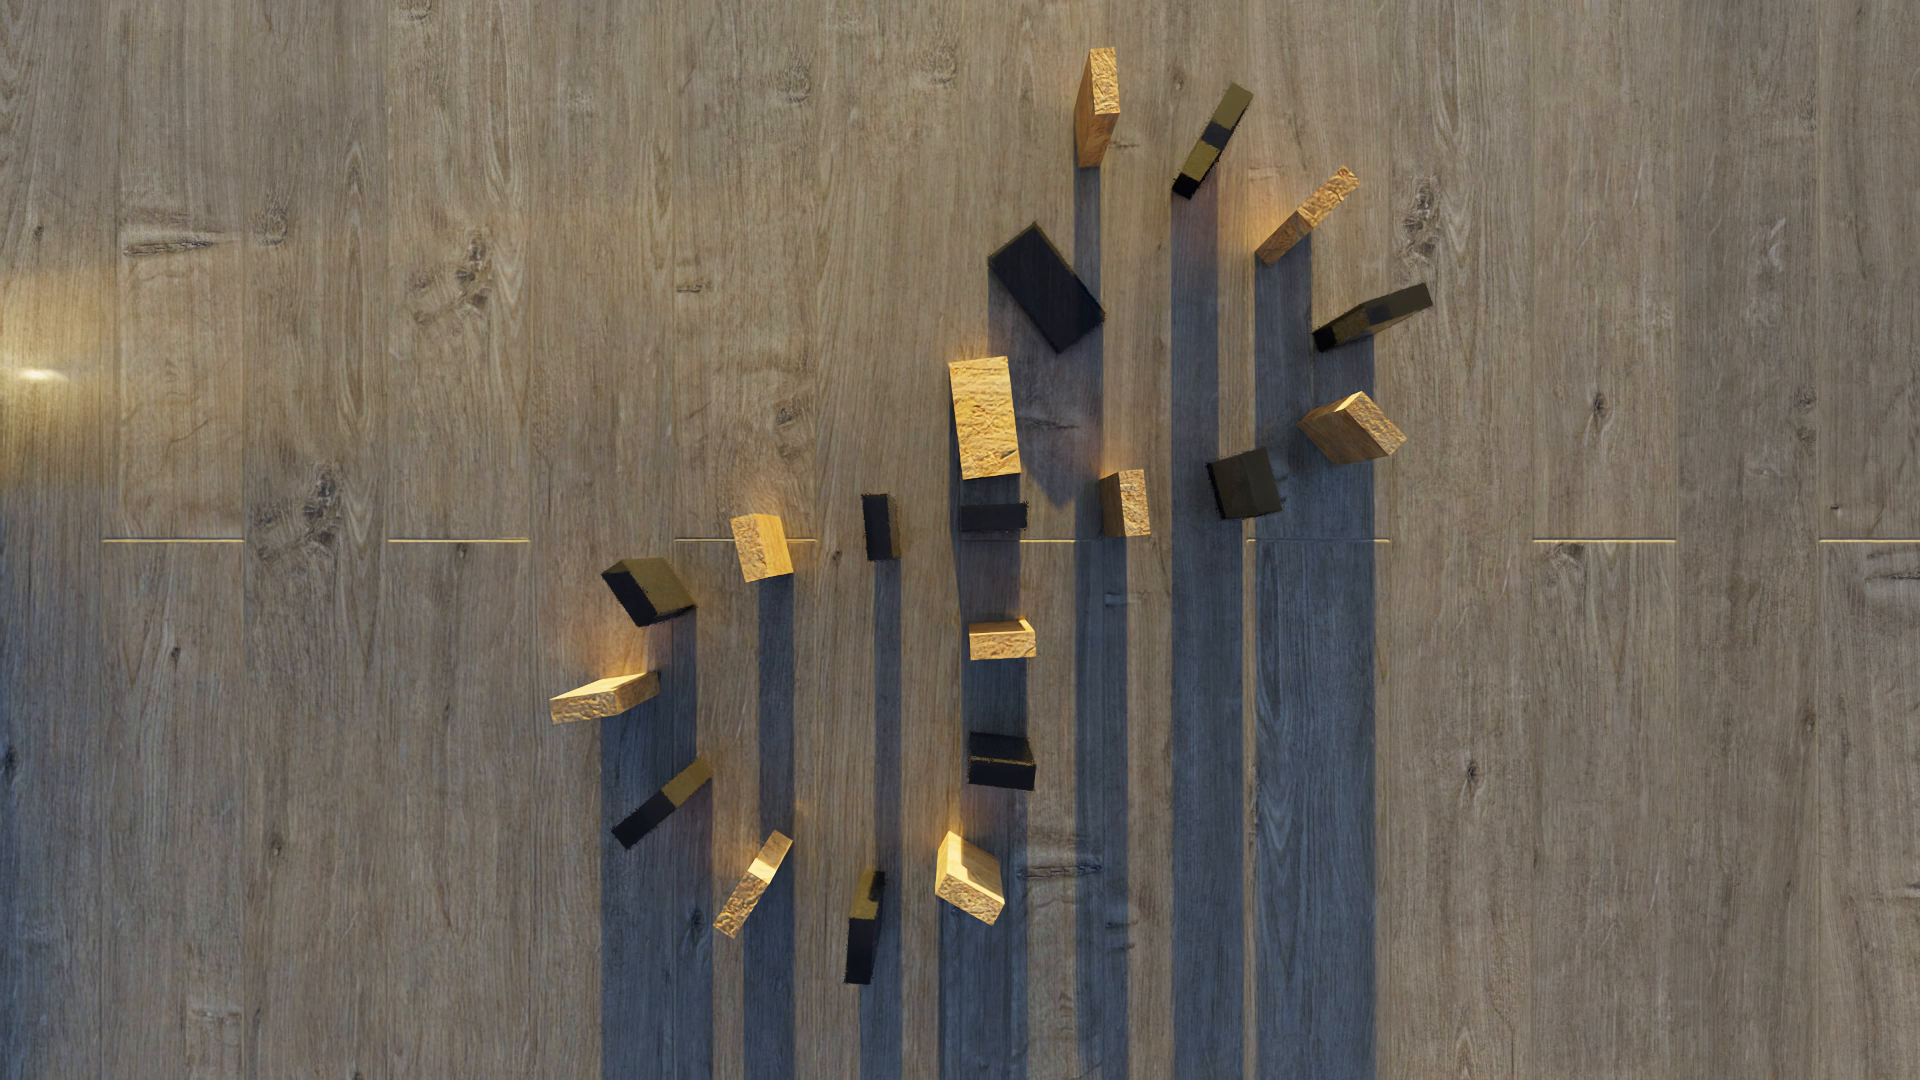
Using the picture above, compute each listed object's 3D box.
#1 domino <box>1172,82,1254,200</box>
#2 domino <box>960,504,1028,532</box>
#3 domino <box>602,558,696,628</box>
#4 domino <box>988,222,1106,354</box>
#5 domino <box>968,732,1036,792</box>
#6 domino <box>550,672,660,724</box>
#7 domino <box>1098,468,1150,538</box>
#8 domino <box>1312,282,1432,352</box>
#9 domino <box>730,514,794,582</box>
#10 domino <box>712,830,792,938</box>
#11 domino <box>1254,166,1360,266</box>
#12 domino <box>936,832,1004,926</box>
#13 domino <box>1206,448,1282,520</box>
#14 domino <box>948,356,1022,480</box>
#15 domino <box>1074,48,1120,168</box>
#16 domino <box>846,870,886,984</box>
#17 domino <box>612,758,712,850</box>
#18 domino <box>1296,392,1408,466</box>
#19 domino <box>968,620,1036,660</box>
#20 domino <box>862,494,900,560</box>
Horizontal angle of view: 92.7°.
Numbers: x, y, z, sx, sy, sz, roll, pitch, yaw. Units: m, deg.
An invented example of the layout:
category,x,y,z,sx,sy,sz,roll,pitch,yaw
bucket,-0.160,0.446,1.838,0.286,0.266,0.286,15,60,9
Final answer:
category,x,y,z,sx,sy,sz,roll,pitch,yaw
domino,0.102,-0.162,0.375,0.010,0.050,0.025,29,90,0
domino,0.013,-0.009,0.375,0.025,0.050,0.009,-2,90,0
domino,-0.126,0.021,0.375,0.010,0.050,0.025,-35,90,0
domino,0.037,-0.108,0.395,0.025,0.010,0.050,-38,90,0
domino,0.016,0.090,0.375,0.025,0.050,0.009,7,90,0
domino,-0.144,0.064,0.375,0.025,0.050,0.010,-8,90,0
domino,0.067,-0.014,0.375,0.009,0.050,0.025,-6,90,0
domino,0.167,-0.090,0.375,0.025,0.050,0.009,-18,90,0
domino,-0.080,0.003,0.375,0.009,0.050,0.025,-14,90,0
domino,-0.084,0.139,0.375,0.010,0.050,0.025,33,90,0
domino,0.141,-0.131,0.375,0.025,0.050,0.010,-44,90,0
domino,0.004,0.137,0.375,0.025,0.050,0.010,29,90,0
domino,0.115,-0.022,0.375,0.010,0.050,0.025,-15,90,0
domino,0.011,-0.052,0.395,0.025,0.010,0.050,-7,90,0
domino,0.055,-0.175,0.375,0.009,0.050,0.025,-5,90,0
domino,-0.038,0.157,0.375,0.009,0.050,0.025,4,90,0
domino,-0.121,0.107,0.375,0.025,0.050,0.009,-40,90,0
domino,0.159,-0.045,0.375,0.009,0.050,0.025,-43,90,0
domino,0.016,0.040,0.375,0.025,0.050,0.009,-3,90,0
domino,-0.032,-0.005,0.375,0.010,0.050,0.025,-5,90,0
